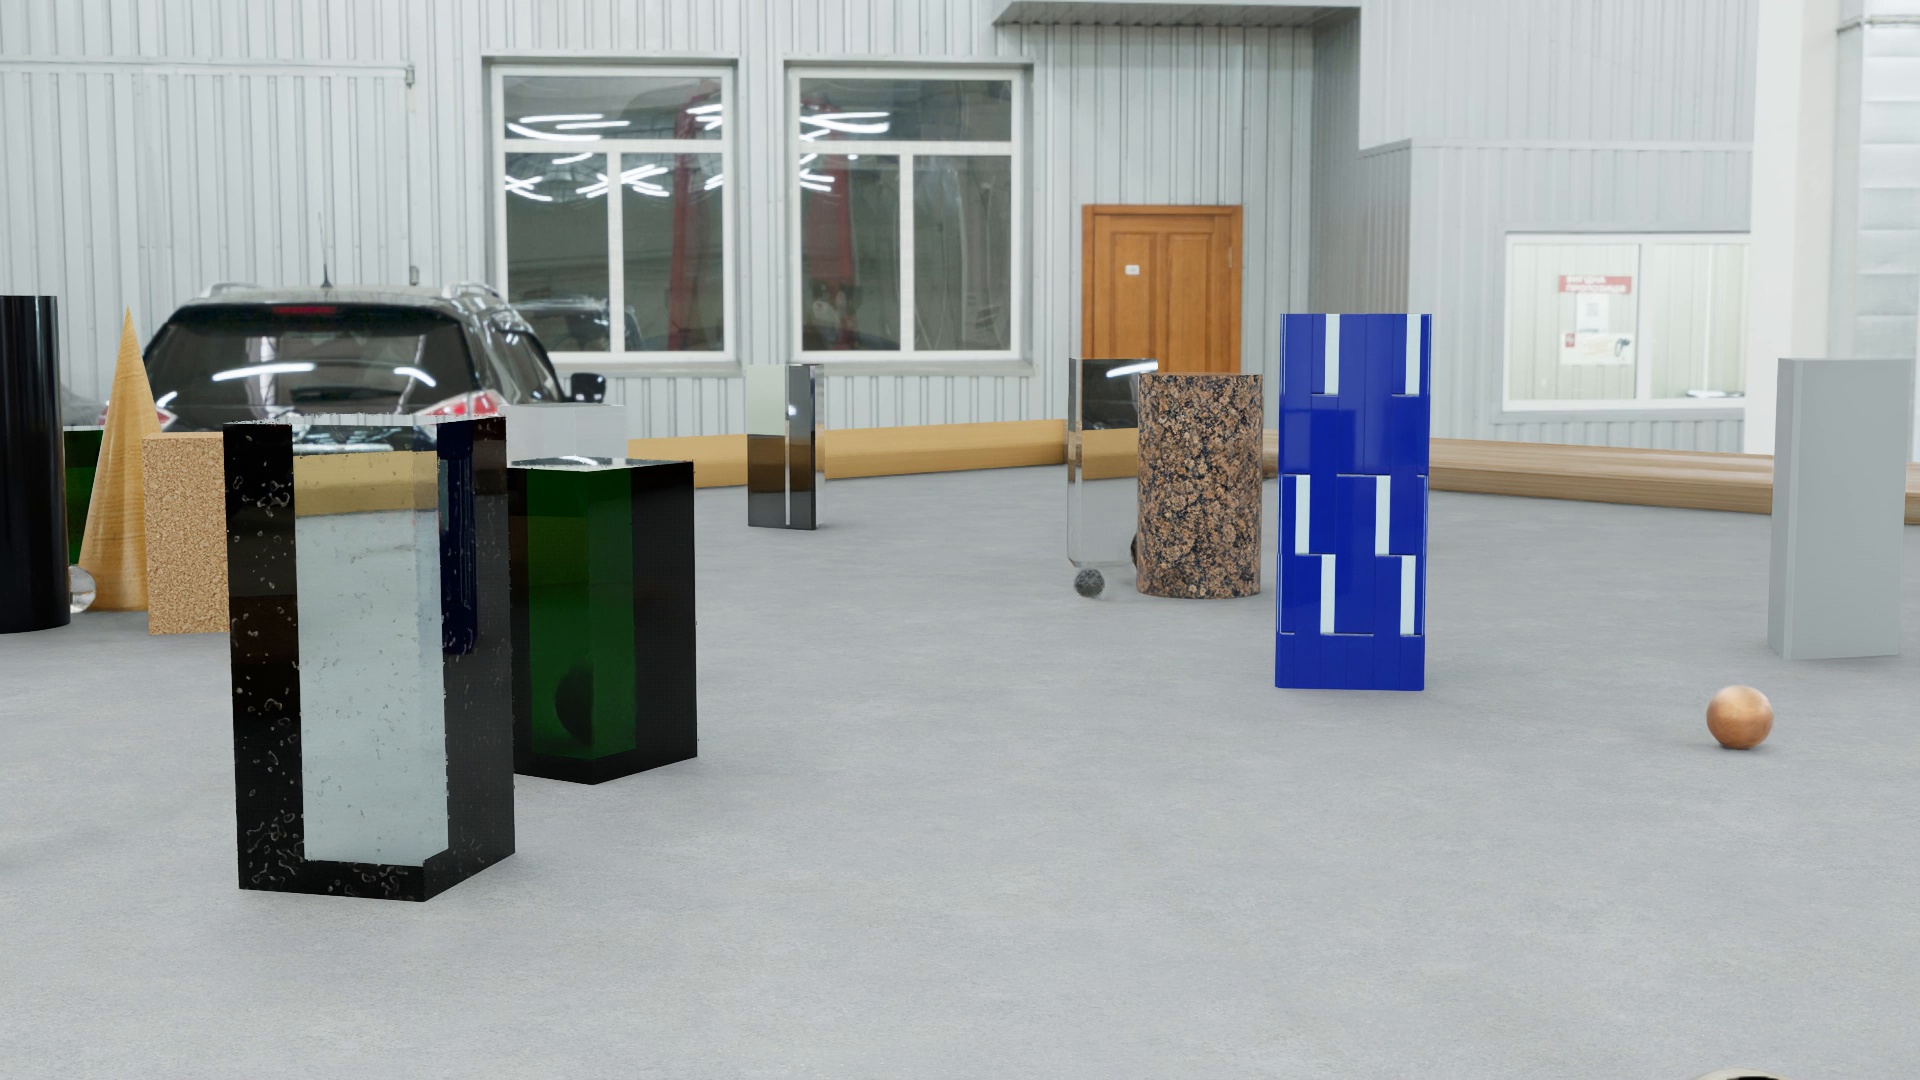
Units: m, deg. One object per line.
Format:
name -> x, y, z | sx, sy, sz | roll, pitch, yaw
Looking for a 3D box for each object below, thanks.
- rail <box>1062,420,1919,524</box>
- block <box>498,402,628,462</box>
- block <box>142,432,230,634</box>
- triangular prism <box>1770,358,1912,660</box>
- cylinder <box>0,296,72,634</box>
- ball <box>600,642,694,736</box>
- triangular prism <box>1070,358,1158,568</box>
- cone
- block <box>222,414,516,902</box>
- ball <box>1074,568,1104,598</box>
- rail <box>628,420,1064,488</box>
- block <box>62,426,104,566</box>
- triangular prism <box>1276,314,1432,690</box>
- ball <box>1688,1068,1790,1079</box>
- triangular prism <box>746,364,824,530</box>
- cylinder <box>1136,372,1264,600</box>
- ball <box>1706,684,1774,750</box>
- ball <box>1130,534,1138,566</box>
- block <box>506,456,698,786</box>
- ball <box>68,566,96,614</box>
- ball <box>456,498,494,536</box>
rail -> 1.688, -0.129, 4.881 | 0.045, 0.127, 4.143 | -5, 8, -42
block -> -0.667, -0.084, 3.698 | 0.157, 0.286, 0.157 | -5, 8, -39
block -> -1.060, -0.014, 3.106 | 0.157, 0.270, 0.157 | -2, 6, -15
triangular prism -> 1.115, -0.046, 2.881 | 0.170, 0.381, 0.147 | -2, 6, -17
cylinder -> -1.366, -0.110, 3.094 | 0.196, 0.464, 0.196 | 0, 6, 0
ball -> -0.328, 0.156, 2.309 | 0.098, 0.098, 0.098 | 0, 6, 0
triangular prism -> 0.237, -0.142, 3.899 | 0.170, 0.360, 0.147 | -4, 7, -32
cone -> -1.251, -0.129, 3.329 | 0.196, 0.454, 0.196 | 0, 6, 0
block -> -0.461, 0.085, 1.734 | 0.157, 0.359, 0.157 | 2, 6, 14
ball -> 0.201, 0.067, 3.407 | 0.046, 0.046, 0.046 | 0, 6, 0
rail -> -1.389, -0.123, 4.829 | 4.640, 0.127, 0.045 | -5, 8, -42
block -> -1.489, -0.076, 3.839 | 0.157, 0.241, 0.157 | -4, 7, -31
triangular prism -> 0.468, -0.051, 2.641 | 0.170, 0.440, 0.147 | 1, 6, 7
ball -> 0.361, 0.292, 1.008 | 0.098, 0.098, 0.098 | 0, 6, 0
triangular prism -> -0.327, -0.196, 4.543 | 0.170, 0.333, 0.147 | 4, 7, 33
cylinder -> 0.379, -0.090, 3.477 | 0.196, 0.345, 0.196 | 0, 6, 0
ball -> 0.793, 0.180, 2.237 | 0.065, 0.065, 0.065 | 0, 6, 0
ball -> 0.330, 0.018, 3.654 | 0.093, 0.093, 0.093 | 0, 6, 0
block -> -0.371, 0.072, 2.158 | 0.157, 0.296, 0.157 | 4, 7, 32
ball -> -1.308, 0.073, 3.235 | 0.071, 0.071, 0.071 | 0, 6, 0
ball -> -0.963, -0.046, 4.359 | 0.072, 0.072, 0.072 | 0, 6, 0
